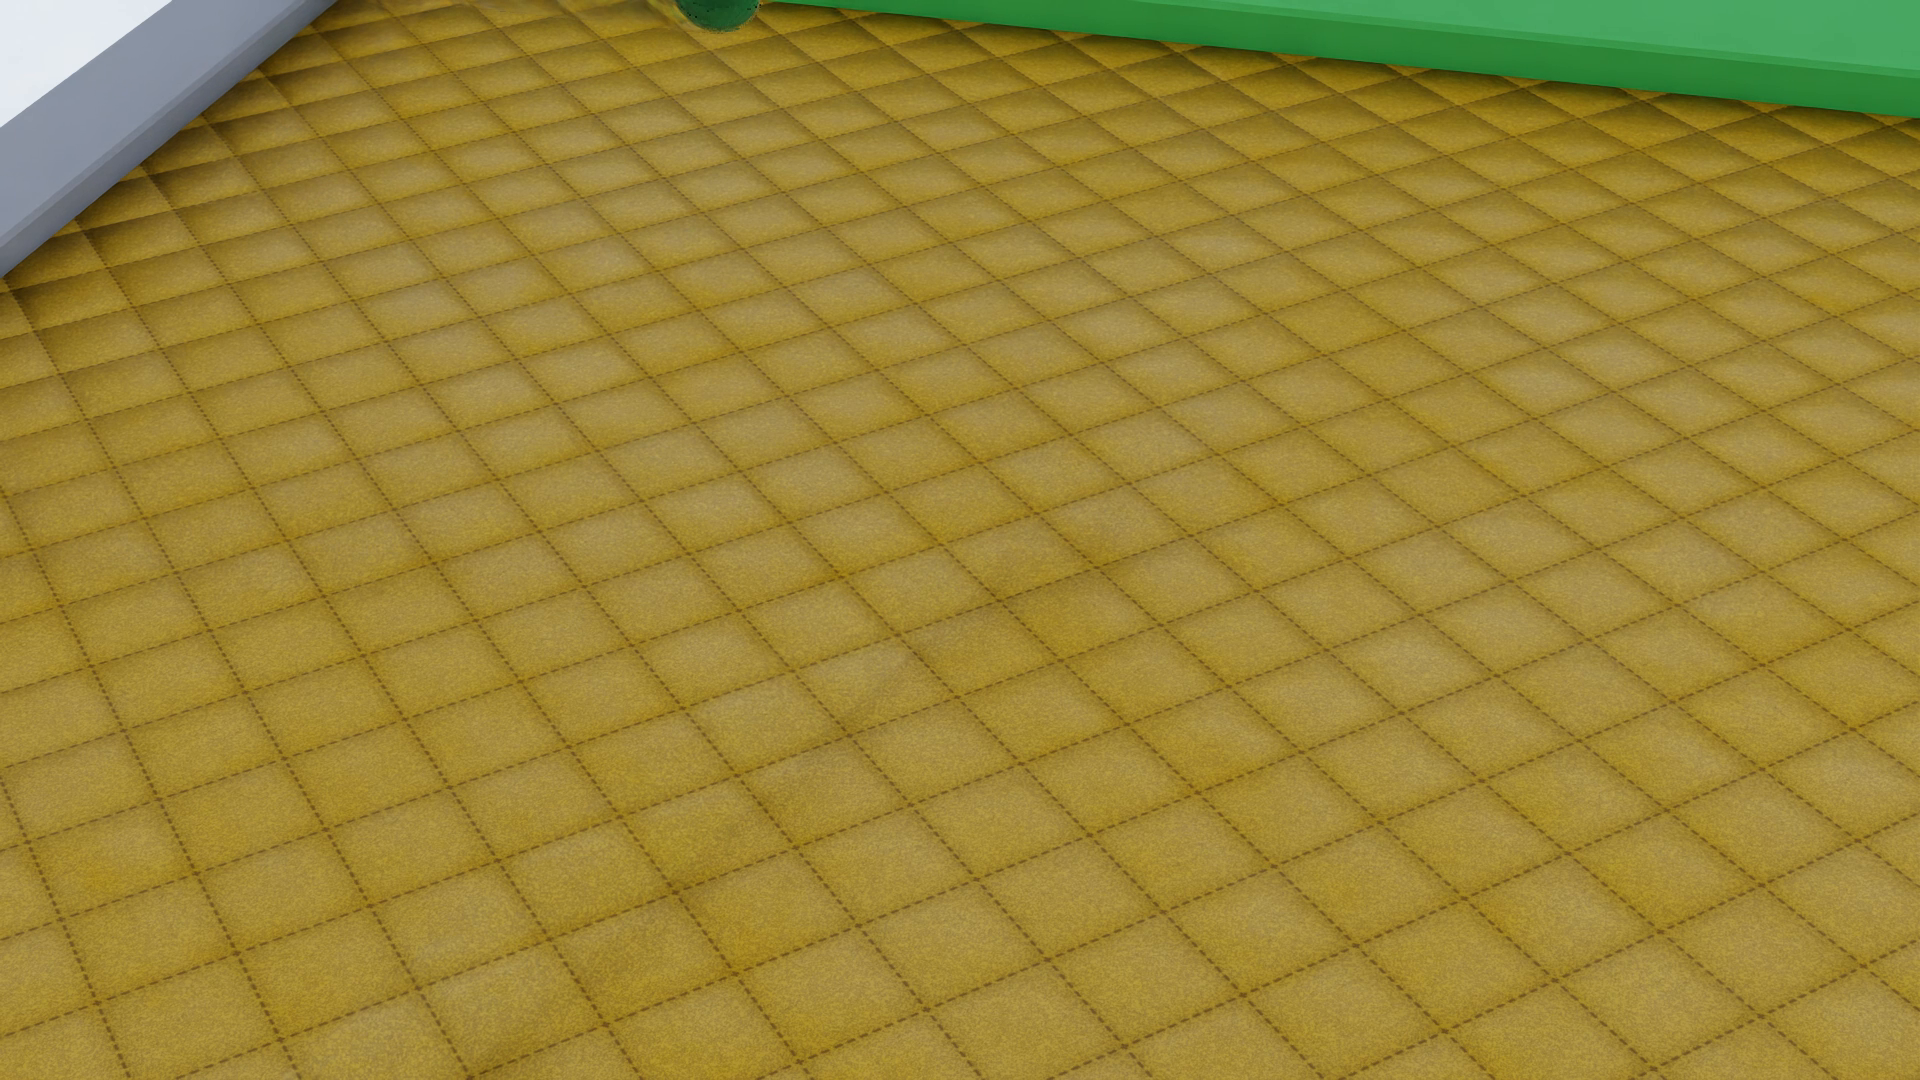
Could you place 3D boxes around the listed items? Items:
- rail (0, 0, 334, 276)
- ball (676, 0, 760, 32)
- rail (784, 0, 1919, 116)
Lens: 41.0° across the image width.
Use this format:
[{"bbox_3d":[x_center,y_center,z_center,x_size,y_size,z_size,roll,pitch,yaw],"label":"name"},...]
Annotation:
[{"bbox_3d":[-0.936,-0.158,2.141,0.045,0.129,2.157,8,35,12],"label":"rail"},{"bbox_3d":[-0.269,-0.615,2.850,0.099,0.099,0.099,0,34,0],"label":"ball"},{"bbox_3d":[1.226,-0.450,2.576,3.963,0.129,0.045,8,35,12],"label":"rail"}]
